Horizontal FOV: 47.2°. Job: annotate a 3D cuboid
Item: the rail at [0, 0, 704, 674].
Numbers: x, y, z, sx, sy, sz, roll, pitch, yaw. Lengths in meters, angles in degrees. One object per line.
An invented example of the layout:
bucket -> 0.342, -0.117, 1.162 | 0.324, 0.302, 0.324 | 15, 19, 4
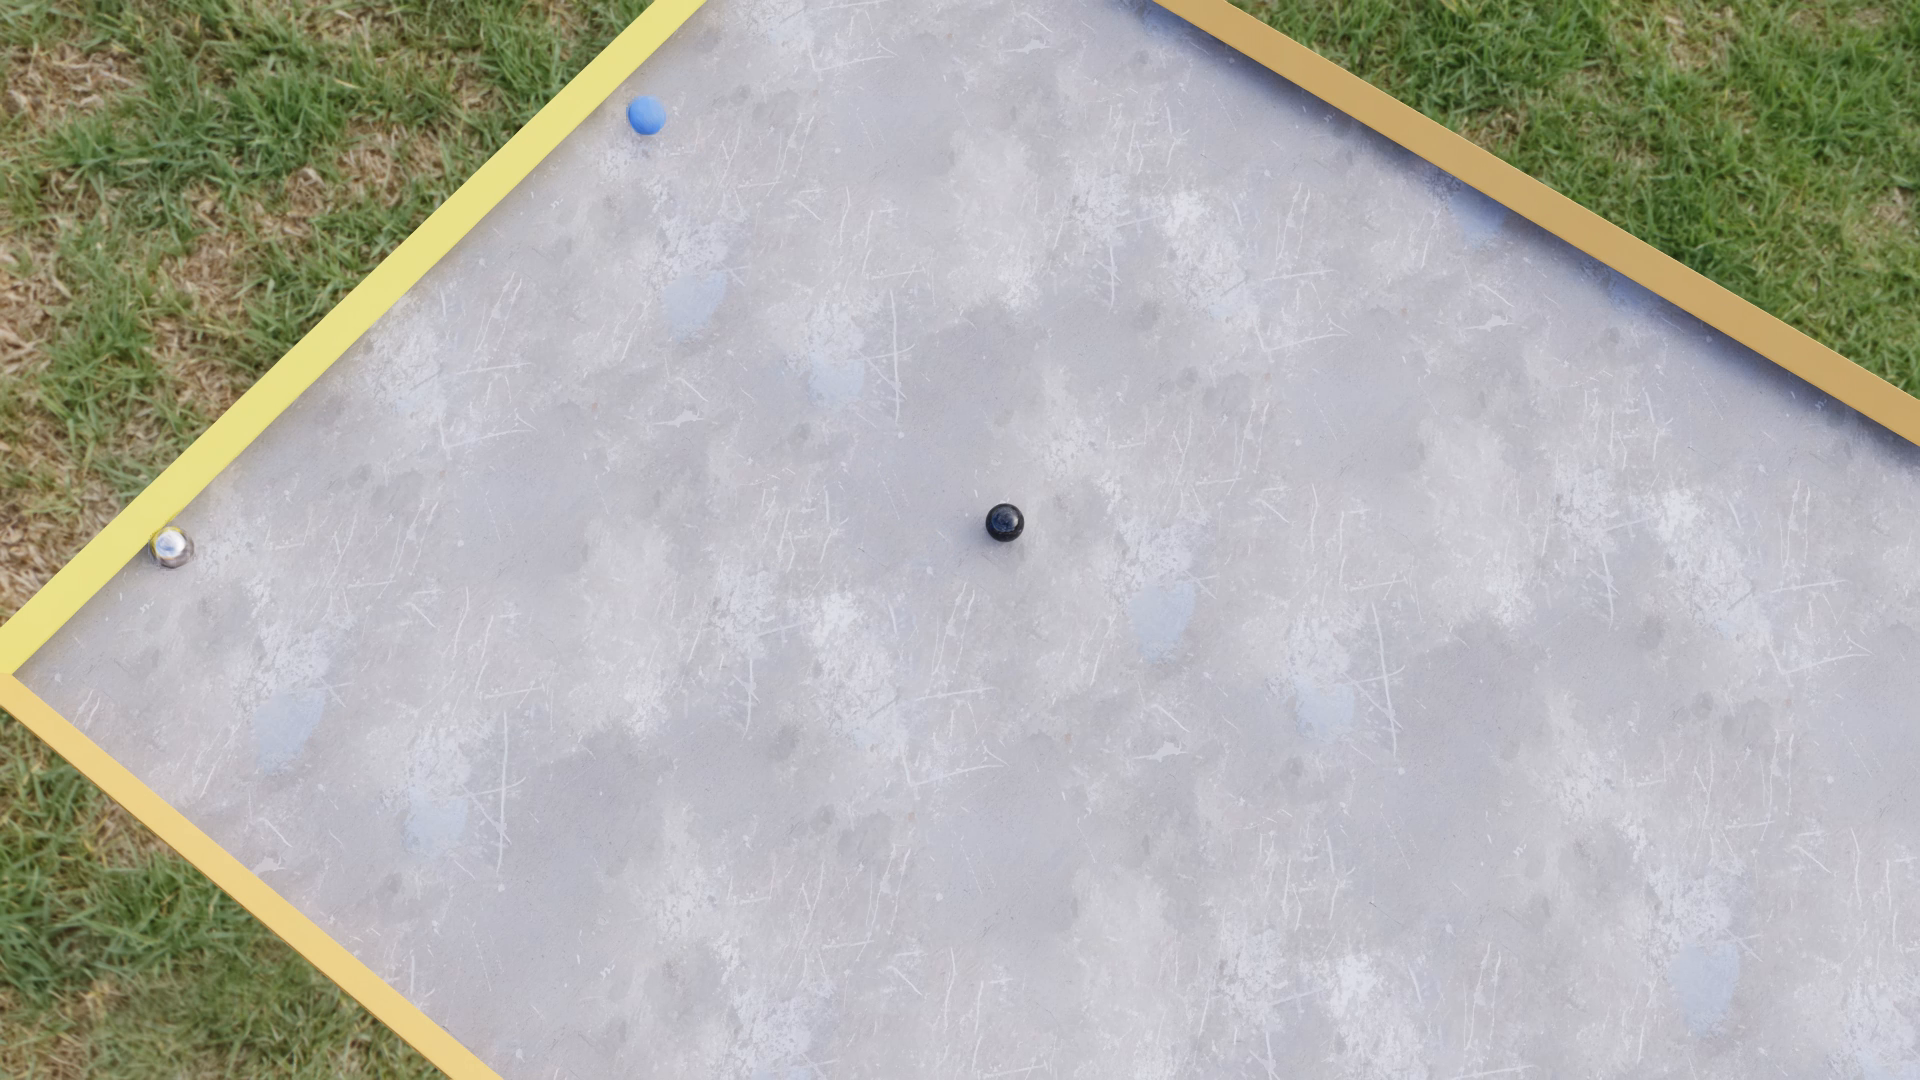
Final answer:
rail -> -0.855, -0.588, 3.888 | 0.045, 0.089, 2.305 | 34, 68, 16

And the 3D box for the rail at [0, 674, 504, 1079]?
rail -> 0.191, 1.396, 2.906 | 4.393, 0.089, 0.045 | 34, 68, 16

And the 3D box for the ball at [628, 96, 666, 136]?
ball -> -0.568, -0.770, 3.990 | 0.069, 0.069, 0.069 | 0, 64, 0

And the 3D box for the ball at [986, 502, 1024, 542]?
ball -> 0.074, -0.029, 3.625 | 0.065, 0.065, 0.065 | 0, 64, 0

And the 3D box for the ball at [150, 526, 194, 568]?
ball -> -1.291, 0.012, 3.603 | 0.069, 0.069, 0.069 | 0, 64, 0

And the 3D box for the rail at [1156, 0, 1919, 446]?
rail -> 1.558, -0.215, 3.703 | 4.393, 0.089, 0.045 | 34, 68, 16
